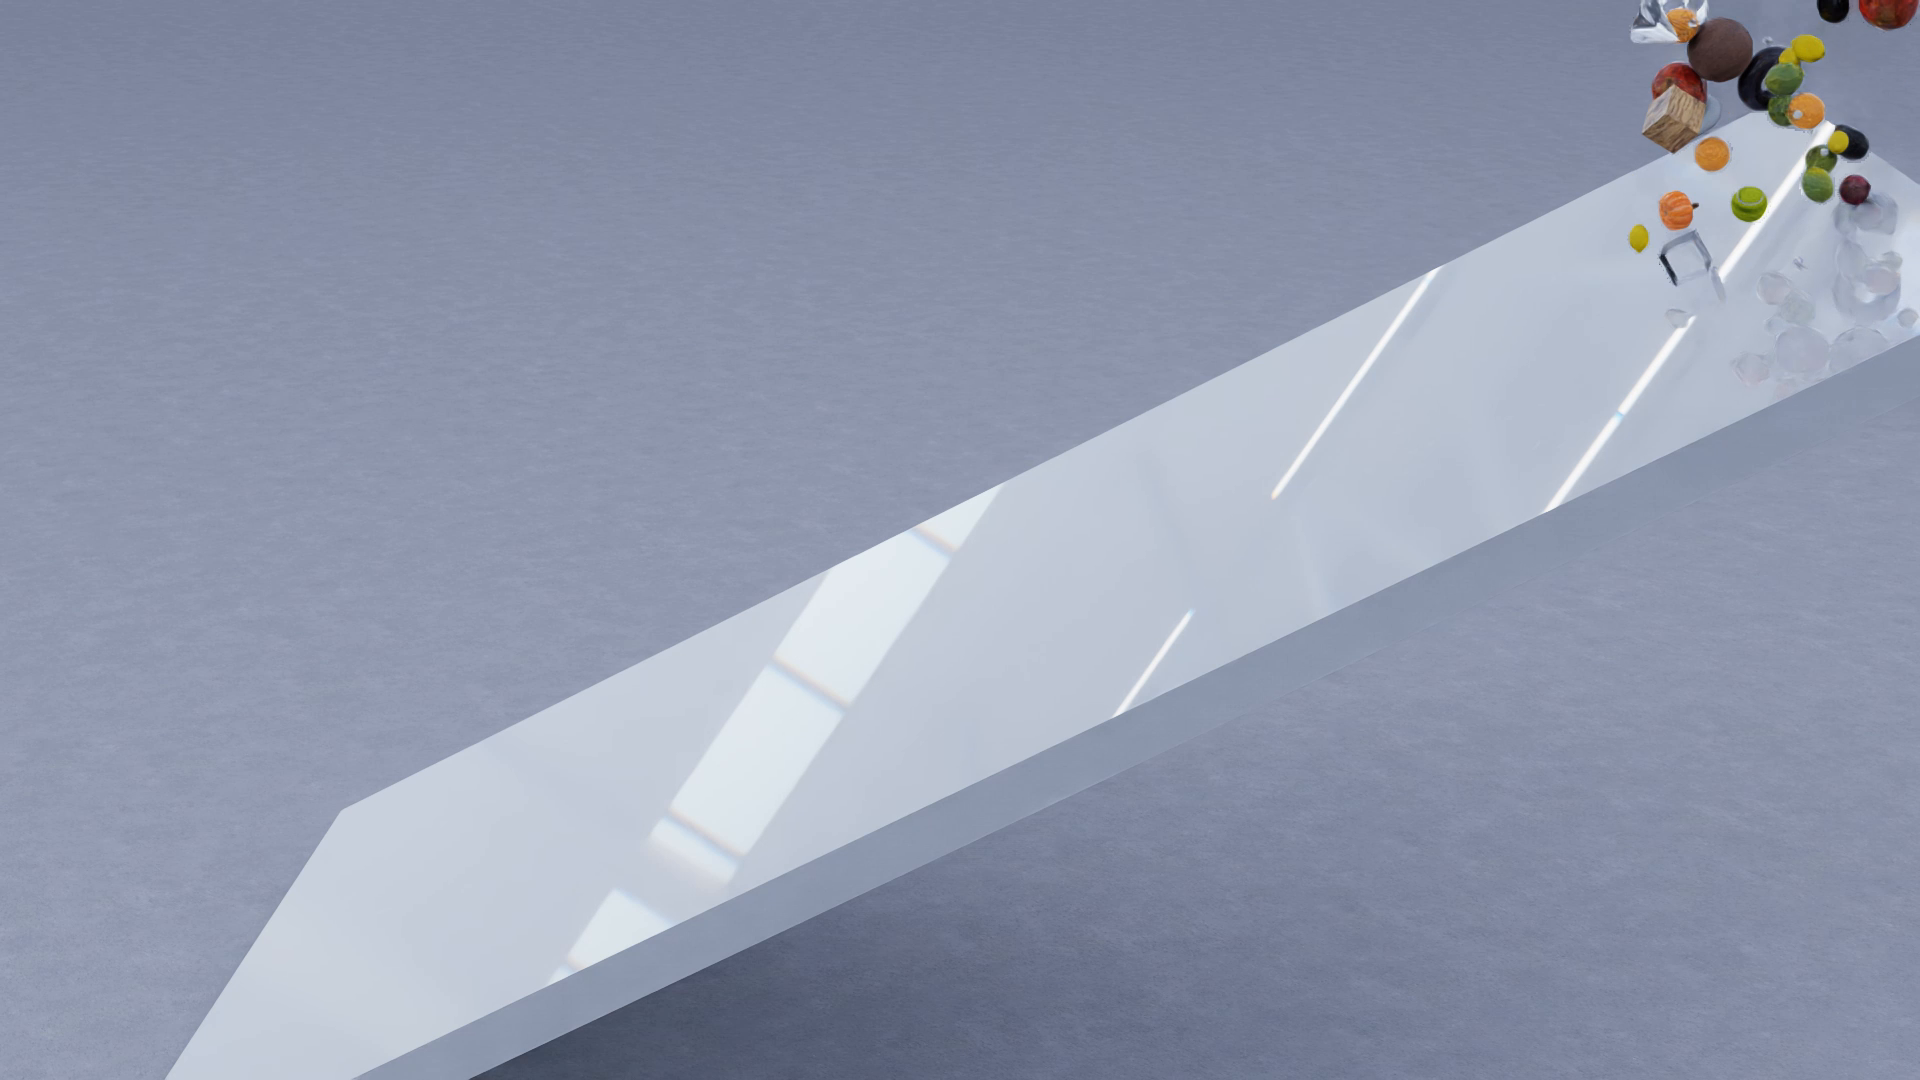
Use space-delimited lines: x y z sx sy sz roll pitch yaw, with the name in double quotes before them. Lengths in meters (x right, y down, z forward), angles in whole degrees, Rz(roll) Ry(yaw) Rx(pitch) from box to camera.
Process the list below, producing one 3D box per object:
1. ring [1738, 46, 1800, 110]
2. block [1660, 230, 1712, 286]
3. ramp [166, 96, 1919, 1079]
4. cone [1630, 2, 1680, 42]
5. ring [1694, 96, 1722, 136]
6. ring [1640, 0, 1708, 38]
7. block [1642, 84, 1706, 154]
"ring" 1.654 -0.944 6.014 0.143 0.143 0.048 -7 36 -23
"block" 1.465 -0.569 5.936 0.072 0.072 0.072 -24 17 30
"ramp" 0.141 0.167 6.281 4.000 0.100 2.000 -26 14 11
"cone" 1.381 -0.997 5.774 0.089 0.089 0.089 23 9 -22
"ring" 1.517 -0.874 6.071 0.116 0.039 0.116 -26 32 18
"ring" 1.454 -1.085 5.994 0.137 0.137 0.046 6 -19 19
"block" 1.408 -0.830 5.803 0.080 0.080 0.080 29 -32 -12
